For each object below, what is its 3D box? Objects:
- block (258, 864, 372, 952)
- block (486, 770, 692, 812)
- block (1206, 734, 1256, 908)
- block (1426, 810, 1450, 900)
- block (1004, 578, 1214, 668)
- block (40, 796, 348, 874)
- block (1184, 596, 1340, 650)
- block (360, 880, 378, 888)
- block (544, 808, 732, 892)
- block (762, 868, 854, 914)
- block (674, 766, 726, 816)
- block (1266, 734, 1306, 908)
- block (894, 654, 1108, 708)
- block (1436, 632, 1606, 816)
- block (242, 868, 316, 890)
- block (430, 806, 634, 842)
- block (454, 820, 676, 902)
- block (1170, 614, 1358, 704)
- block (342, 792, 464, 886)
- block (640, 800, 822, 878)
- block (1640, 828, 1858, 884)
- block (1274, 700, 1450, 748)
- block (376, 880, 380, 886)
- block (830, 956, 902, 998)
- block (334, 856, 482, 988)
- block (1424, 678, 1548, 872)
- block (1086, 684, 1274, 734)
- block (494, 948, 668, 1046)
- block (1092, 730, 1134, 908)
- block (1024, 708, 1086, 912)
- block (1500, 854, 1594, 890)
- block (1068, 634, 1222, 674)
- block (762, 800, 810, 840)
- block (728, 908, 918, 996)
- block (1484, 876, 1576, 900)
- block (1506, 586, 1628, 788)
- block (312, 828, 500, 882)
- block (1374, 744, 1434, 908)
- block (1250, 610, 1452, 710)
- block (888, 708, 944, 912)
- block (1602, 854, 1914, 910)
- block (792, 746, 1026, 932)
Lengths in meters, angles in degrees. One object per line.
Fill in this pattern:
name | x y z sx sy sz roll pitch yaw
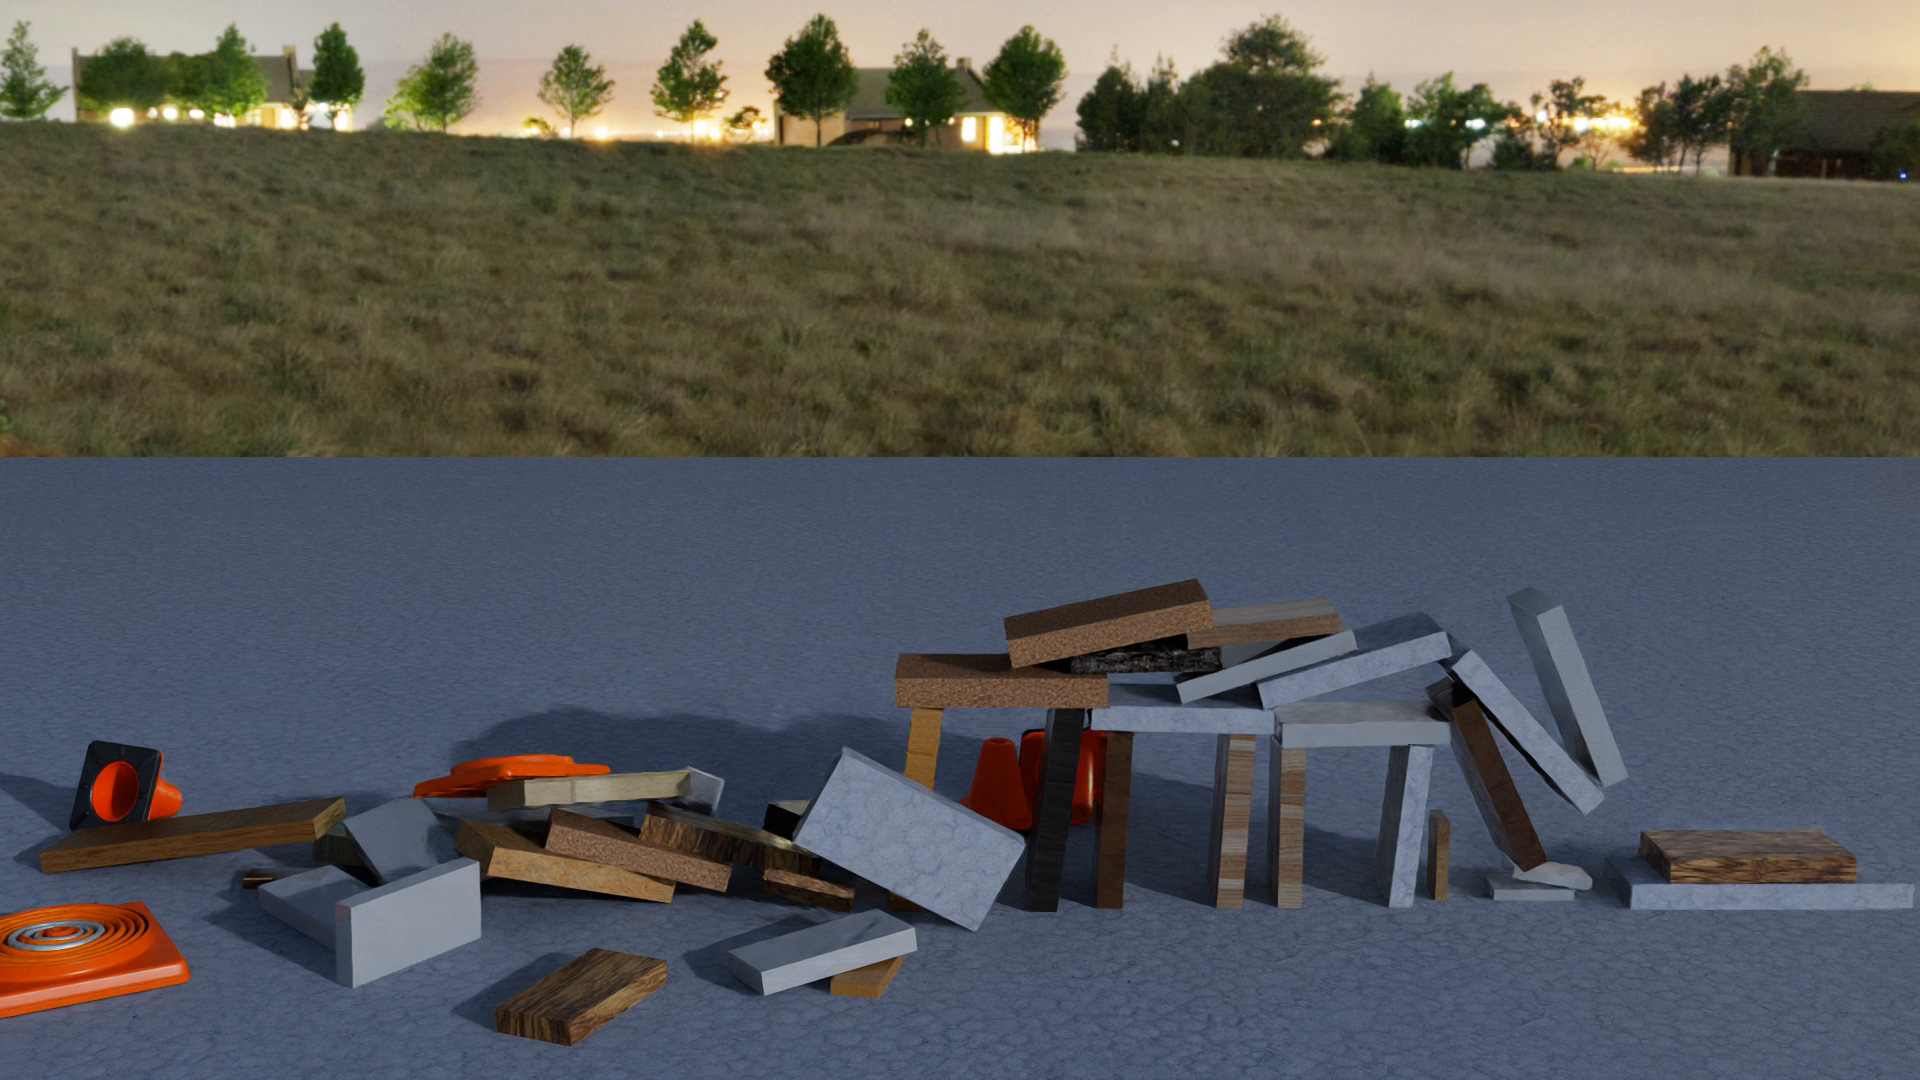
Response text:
block | -0.998 0.590 3.517 0.130 0.037 0.260 -13 20 -43
block | -0.619 0.420 3.677 0.301 0.043 0.150 1 -10 -35
block | 0.449 0.444 3.643 0.042 0.294 0.147 3 10 -1
block | 0.795 0.524 3.656 0.019 0.135 0.068 0 11 0
block | 0.238 0.134 3.579 0.328 0.046 0.164 -12 11 1
block | -1.320 0.508 3.792 0.500 0.037 0.130 -8 9 8
block | 0.487 0.134 3.585 0.243 0.034 0.122 -7 10 2
block | -1.001 0.583 3.659 0.116 0.016 0.058 0 11 2
block | -0.534 0.512 3.637 0.301 0.043 0.150 15 0 -11
block | -0.245 0.566 3.553 0.145 0.021 0.072 12 -28 4
block | -0.466 0.477 3.842 0.072 0.145 0.021 18 3 17
block | 0.540 0.456 3.646 0.039 0.273 0.136 0 11 0
block | 0.067 0.229 3.596 0.340 0.048 0.170 0 11 1
block | 0.911 0.300 3.613 0.044 0.336 0.156 -43 8 3
block | -1.146 0.572 3.720 0.116 0.016 0.058 0 11 -2
block | -0.746 0.499 3.829 0.163 0.046 0.326 4 -1 39
block | -0.645 0.527 3.604 0.326 0.046 0.163 15 1 -33
block | 0.493 0.193 3.599 0.295 0.034 0.121 -18 11 2
block | -0.914 0.512 3.638 0.130 0.037 0.260 -21 30 -26
block | -0.385 0.508 3.703 0.301 0.043 0.150 15 0 -5
block | 1.307 0.525 3.658 0.305 0.043 0.153 0 10 -1
block | 0.654 0.301 3.616 0.273 0.039 0.136 -1 11 -2
block | -0.909 0.571 3.659 0.116 0.016 0.058 8 6 -20
block | -0.139 0.648 3.299 0.072 0.021 0.145 2 11 13
block | -0.840 0.582 3.361 0.036 0.127 0.254 10 14 34
block | 0.869 0.386 3.635 0.043 0.305 0.153 -26 10 0
block | 0.358 0.276 3.611 0.294 0.042 0.147 2 10 0
block | -0.547 0.660 3.191 0.127 0.036 0.254 5 11 24
block | 0.252 0.444 3.643 0.042 0.294 0.147 3 11 -1
block | 0.155 0.422 3.634 0.048 0.340 0.170 7 10 -1
block | 0.977 0.554 3.664 0.135 0.019 0.068 10 10 -5
block | 0.299 0.185 3.591 0.243 0.034 0.122 -1 11 0
block | -0.153 0.494 3.816 0.164 0.046 0.373 16 7 36
block | -0.207 0.620 3.320 0.254 0.036 0.127 -11 10 -27
block | 0.949 0.581 3.668 0.135 0.019 0.068 0 11 0
block | 0.991 0.238 3.592 0.044 0.311 0.156 -24 11 1
block | -0.922 0.533 3.767 0.326 0.046 0.163 4 1 21
block | 0.734 0.454 3.646 0.039 0.273 0.136 5 10 -1
block | 0.630 0.195 3.597 0.311 0.044 0.156 -16 10 2
block | -0.069 0.422 3.634 0.048 0.340 0.170 7 11 1
block | 1.325 0.569 3.665 0.462 0.043 0.153 0 11 -1
block | -0.080 0.472 3.471 0.328 0.164 0.046 28 8 -10
